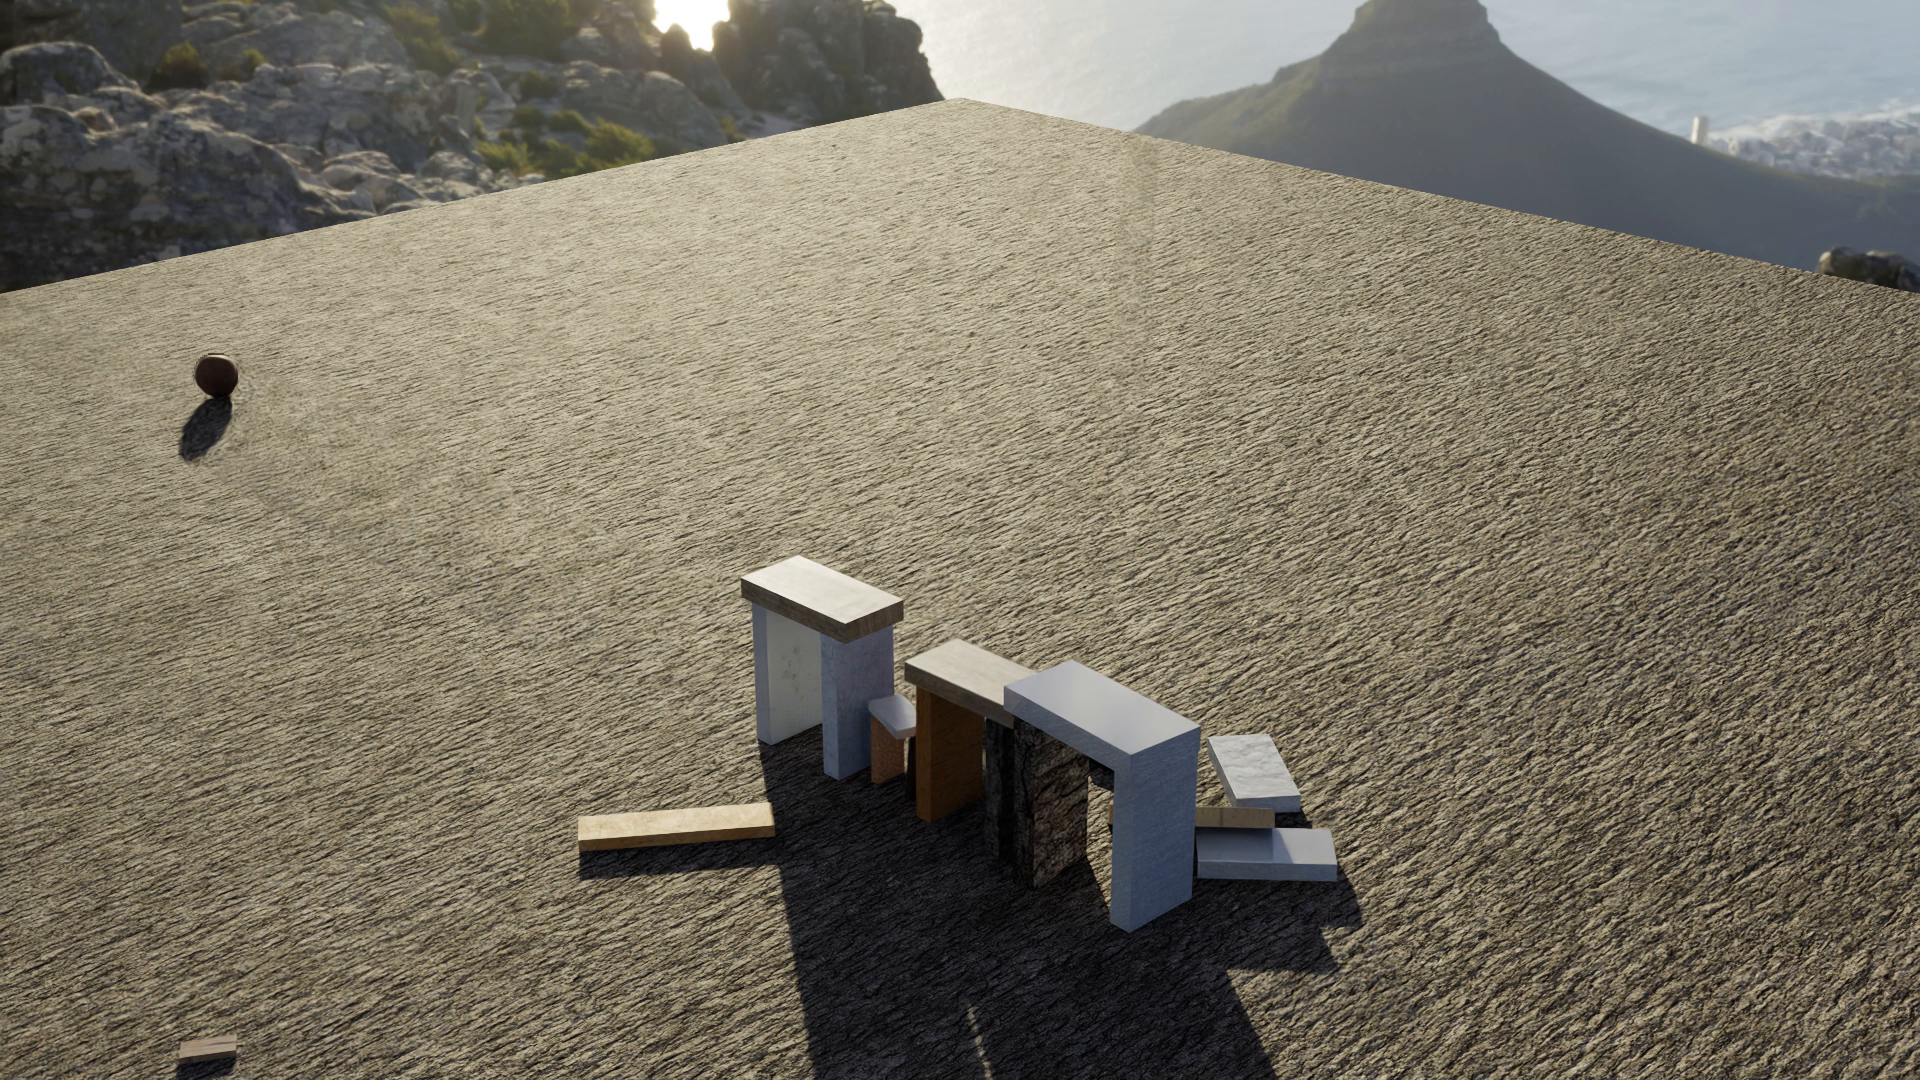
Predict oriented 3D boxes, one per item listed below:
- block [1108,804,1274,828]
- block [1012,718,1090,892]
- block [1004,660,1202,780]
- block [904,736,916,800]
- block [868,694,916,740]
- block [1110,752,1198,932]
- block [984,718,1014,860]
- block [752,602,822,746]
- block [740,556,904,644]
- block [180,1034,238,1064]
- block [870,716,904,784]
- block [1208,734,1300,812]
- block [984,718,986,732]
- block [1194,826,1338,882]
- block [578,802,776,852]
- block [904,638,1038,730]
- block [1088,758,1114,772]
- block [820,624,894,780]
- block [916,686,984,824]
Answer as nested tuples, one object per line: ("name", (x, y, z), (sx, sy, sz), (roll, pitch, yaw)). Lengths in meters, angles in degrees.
("block", (0.454, 0.546, 4.350), (0.322, 0.038, 0.133), (1, -6, 3))
("block", (0.175, 0.477, 4.192), (0.049, 0.346, 0.173), (17, 29, 35))
("block", (0.258, 0.326, 4.043), (0.173, 0.049, 0.347), (-18, 29, -35))
("block", (-0.075, 0.455, 4.497), (0.074, 0.148, 0.021), (-21, 37, -41))
("block", (-0.125, 0.362, 4.501), (0.074, 0.021, 0.148), (-10, 25, -23))
("block", (0.358, 0.535, 4.057), (0.173, 0.347, 0.049), (-20, 30, -39))
("block", (0.113, 0.462, 4.292), (0.042, 0.297, 0.148), (19, 30, 38))
("block", (-0.365, 0.263, 4.726), (0.046, 0.325, 0.162), (21, 31, 41))
("block", (-0.289, 0.122, 4.583), (0.325, 0.046, 0.162), (21, 31, 40))
("block", (-1.270, 0.861, 3.716), (0.091, 0.013, 0.045), (-6, 24, -13))
("block", (-0.150, 0.427, 4.566), (0.021, 0.148, 0.074), (22, 31, 40))
("block", (0.608, 0.485, 4.570), (0.133, 0.038, 0.266), (-3, 23, -6))
("block", (0.106, 0.399, 4.787), (0.091, 0.026, 0.183), (-21, 31, -40))
("block", (0.592, 0.610, 4.276), (0.266, 0.038, 0.133), (1, 23, 2))
("block", (-0.564, 0.571, 4.381), (0.385, 0.026, 0.091), (-3, 23, -8))
("block", (0.049, 0.279, 4.289), (0.297, 0.042, 0.148), (21, 31, 40))
("block", (0.353, 0.438, 4.695), (0.091, 0.026, 0.183), (18, 29, 36))
("block", (-0.212, 0.322, 4.585), (0.046, 0.325, 0.162), (21, 31, 41))
("block", (-0.021, 0.407, 4.421), (0.042, 0.297, 0.149), (22, 31, 40))
